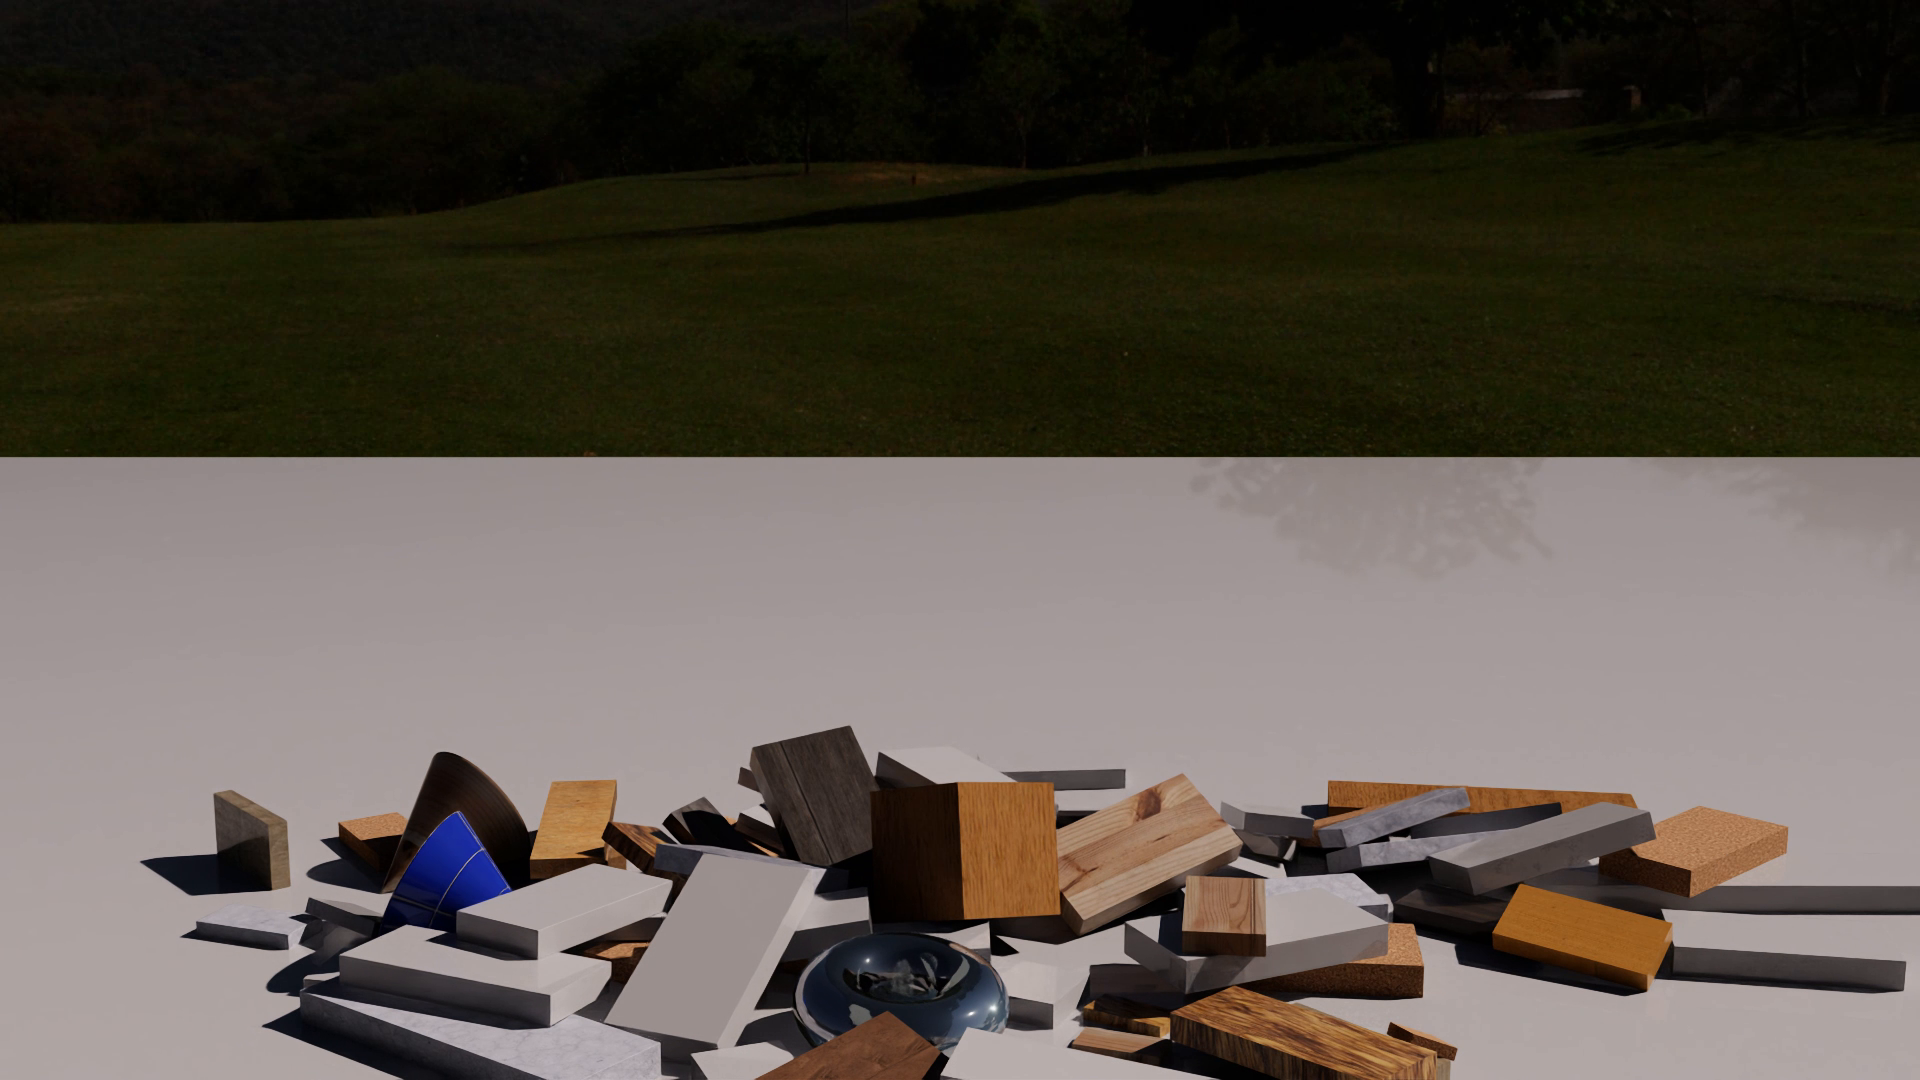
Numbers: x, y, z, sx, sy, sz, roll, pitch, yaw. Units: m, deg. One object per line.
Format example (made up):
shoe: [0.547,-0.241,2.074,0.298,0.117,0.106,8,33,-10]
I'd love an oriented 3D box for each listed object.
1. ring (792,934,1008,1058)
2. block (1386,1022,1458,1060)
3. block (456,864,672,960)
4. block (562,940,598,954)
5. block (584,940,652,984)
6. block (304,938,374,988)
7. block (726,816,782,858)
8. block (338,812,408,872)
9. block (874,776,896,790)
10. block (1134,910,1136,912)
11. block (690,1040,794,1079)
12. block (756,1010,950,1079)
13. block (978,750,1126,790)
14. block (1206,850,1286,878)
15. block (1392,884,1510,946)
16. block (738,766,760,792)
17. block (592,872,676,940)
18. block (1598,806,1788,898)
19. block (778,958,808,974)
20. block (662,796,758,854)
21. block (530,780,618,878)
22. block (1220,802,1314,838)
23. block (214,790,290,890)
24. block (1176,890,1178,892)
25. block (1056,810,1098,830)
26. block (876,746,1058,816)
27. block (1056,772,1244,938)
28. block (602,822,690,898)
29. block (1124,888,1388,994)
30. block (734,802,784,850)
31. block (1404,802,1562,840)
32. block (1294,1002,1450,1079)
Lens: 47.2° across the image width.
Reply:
ring: [-0.082,0.644,3.060,0.302,0.101,0.302,3,17,-1]
block: [0.627,0.681,2.989,0.063,0.018,0.125,18,-6,-1]
block: [-0.589,0.554,3.297,0.155,0.044,0.310,7,9,30]
block: [-0.662,0.624,3.415,0.180,0.025,0.090,-5,11,-24]
block: [-0.429,0.640,3.303,0.249,0.035,0.125,7,12,32]
block: [-0.907,0.644,3.313,0.087,0.025,0.174,2,11,11]
block: [-0.326,0.532,3.738,0.201,0.028,0.100,20,14,9]
block: [-1.011,0.533,3.892,0.109,0.031,0.218,-7,13,-33]
block: [-0.045,0.505,3.698,0.310,0.044,0.155,26,18,14]
block: [0.151,0.525,3.660,0.310,0.044,0.155,17,11,1]
block: [-0.257,0.723,2.858,0.125,0.035,0.249,-4,11,-21]
block: [-0.139,0.708,2.737,0.171,0.049,0.343,32,26,28]
block: [0.177,0.451,4.309,0.275,0.039,0.138,-1,11,-5]
block: [0.443,0.542,3.682,0.207,0.029,0.104,18,11,-1]
block: [0.826,0.603,3.506,0.238,0.034,0.119,8,13,37]
block: [-0.270,0.440,3.851,0.224,0.032,0.112,16,9,39]
block: [-0.516,0.576,3.471,0.125,0.035,0.249,-1,7,-3]
block: [1.228,0.518,3.676,0.327,0.046,0.163,-10,14,-42]
block: [-0.296,0.598,3.415,0.220,0.031,0.110,19,27,36]
block: [-0.392,0.519,3.642,0.201,0.028,0.100,45,26,13]
block: [-0.659,0.491,3.773,0.116,0.033,0.437,-1,11,-6]
block: [0.530,0.485,3.816,0.117,0.033,0.235,6,-3,-3]
block: [-1.215,0.513,3.769,0.033,0.116,0.231,-9,14,-40]
block: [0.308,0.535,3.657,0.207,0.029,0.103,19,11,2]
block: [0.252,0.518,3.773,0.207,0.104,0.029,0,11,-1]
block: [0.009,0.422,3.723,0.155,0.044,0.310,0,14,-37]
block: [0.280,0.508,3.577,0.329,0.047,0.164,-20,52,-29]
block: [-0.471,0.524,3.555,0.220,0.031,0.110,29,7,40]
block: [0.439,0.590,3.260,0.349,0.049,0.175,-5,12,-25]
block: [-0.261,0.514,3.763,0.224,0.032,0.112,21,10,18]
block: [0.911,0.497,3.831,0.258,0.037,0.129,-9,-12,7]
block: [0.515,0.699,2.978,0.132,0.037,0.265,-9,14,-40]
